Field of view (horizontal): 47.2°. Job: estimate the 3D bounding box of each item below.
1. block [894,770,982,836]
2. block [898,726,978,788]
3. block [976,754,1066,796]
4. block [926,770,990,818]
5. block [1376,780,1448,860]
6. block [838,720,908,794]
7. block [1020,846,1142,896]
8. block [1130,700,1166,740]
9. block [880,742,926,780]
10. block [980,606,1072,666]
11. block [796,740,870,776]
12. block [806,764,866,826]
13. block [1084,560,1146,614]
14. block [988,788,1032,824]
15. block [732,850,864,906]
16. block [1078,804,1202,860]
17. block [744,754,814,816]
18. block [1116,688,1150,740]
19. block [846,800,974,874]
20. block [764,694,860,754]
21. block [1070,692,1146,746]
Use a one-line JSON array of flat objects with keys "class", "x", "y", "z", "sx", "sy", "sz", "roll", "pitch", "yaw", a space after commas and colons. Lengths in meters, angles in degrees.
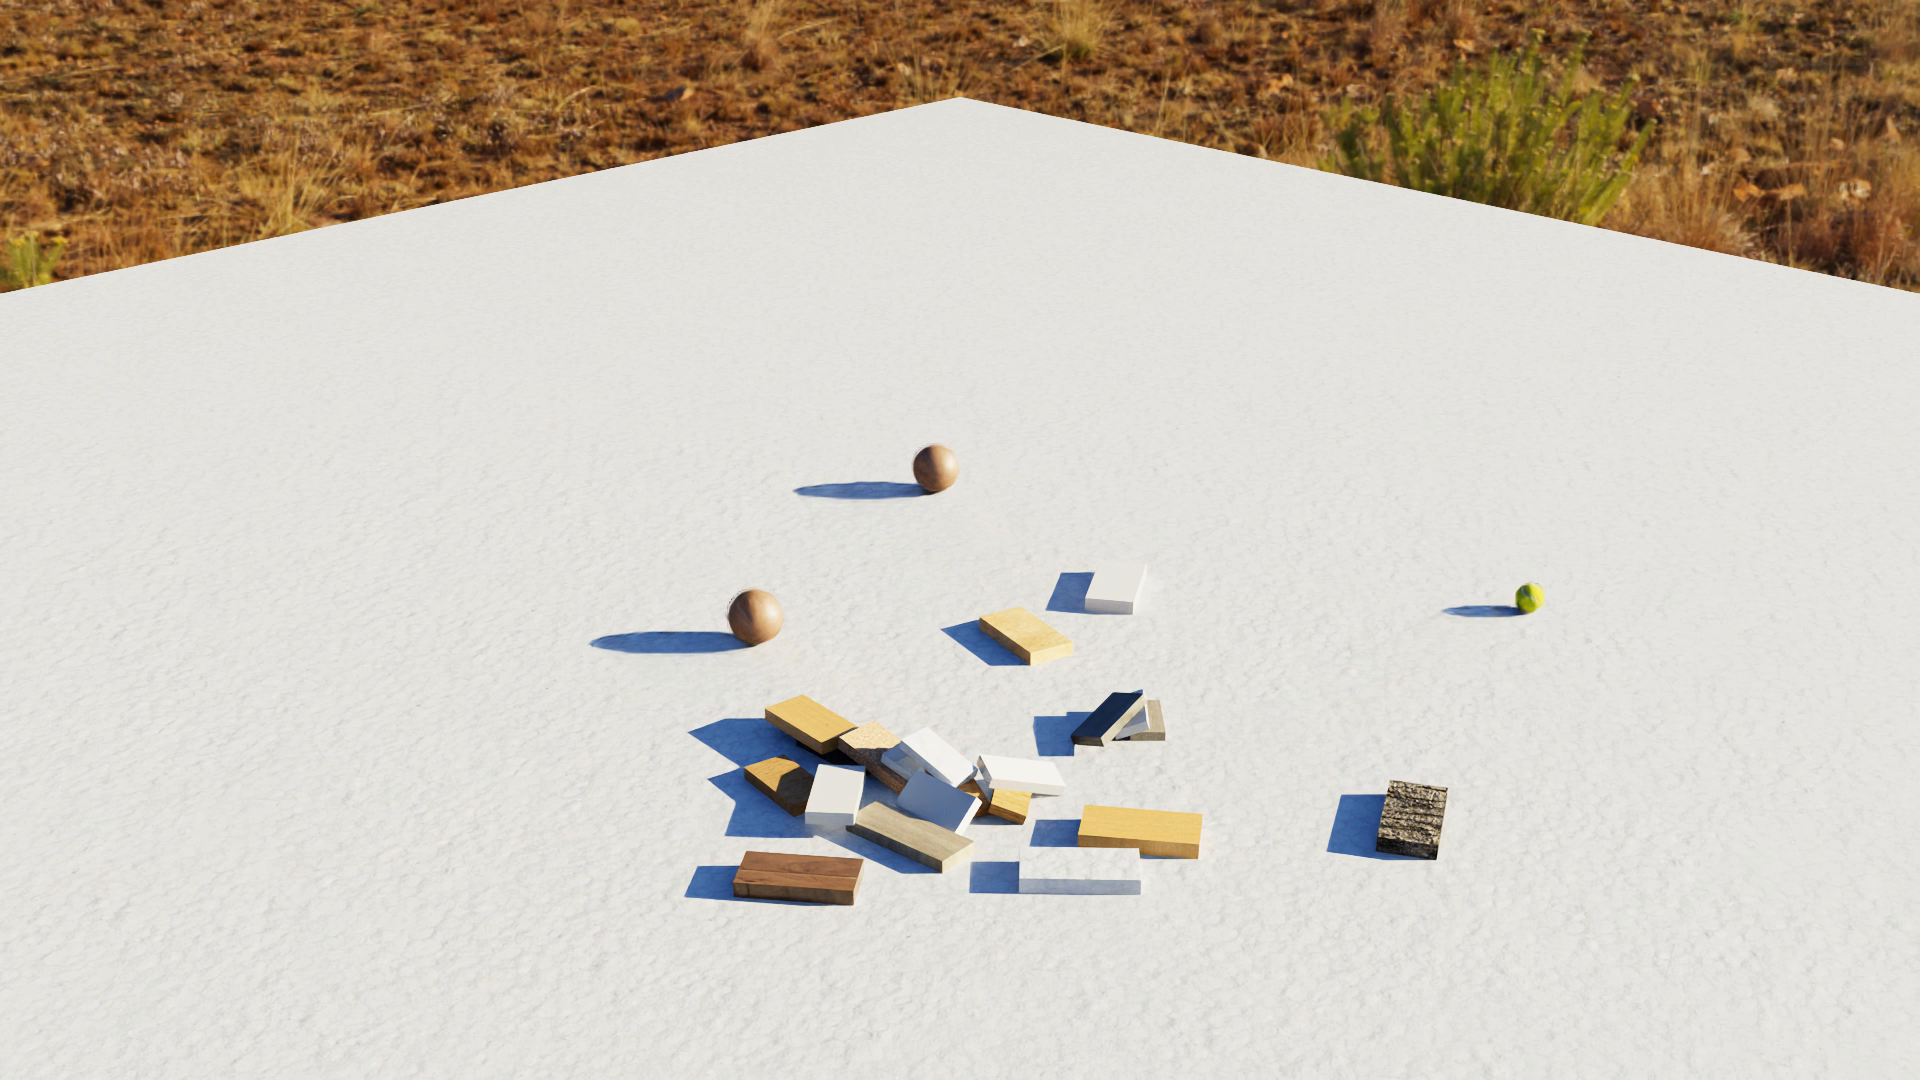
[{"class": "block", "x": -0.045, "y": 0.529, "z": 4.420, "sx": 0.169, "sy": 0.024, "sz": 0.085, "roll": 20, "pitch": 71, "yaw": 39}, {"class": "block", "x": -0.044, "y": 0.447, "z": 4.506, "sx": 0.153, "sy": 0.022, "sz": 0.076, "roll": 37, "pitch": 40, "yaw": 28}, {"class": "block", "x": 0.126, "y": 0.483, "z": 4.517, "sx": 0.169, "sy": 0.024, "sz": 0.085, "roll": 9, "pitch": 26, "yaw": -24}, {"class": "block", "x": -0.002, "y": 0.506, "z": 4.477, "sx": 0.076, "sy": 0.022, "sz": 0.153, "roll": -7, "pitch": 40, "yaw": -29}, {"class": "block", "x": 0.906, "y": 0.558, "z": 4.402, "sx": 0.118, "sy": 0.034, "sz": 0.237, "roll": 6, "pitch": 24, "yaw": 15}, {"class": "block", "x": -0.147, "y": 0.458, "z": 4.587, "sx": 0.205, "sy": 0.029, "sz": 0.103, "roll": 33, "pitch": 38, "yaw": 32}, {"class": "block", "x": 0.229, "y": 0.635, "z": 4.223, "sx": 0.231, "sy": 0.033, "sz": 0.116, "roll": 1, "pitch": 23, "yaw": 2}, {"class": "block", "x": 0.405, "y": 0.394, "z": 4.805, "sx": 0.076, "sy": 0.021, "sz": 0.151, "roll": 0, "pitch": 23, "yaw": 0}, {"class": "block", "x": -0.080, "y": 0.473, "z": 4.532, "sx": 0.153, "sy": 0.022, "sz": 0.076, "roll": 32, "pitch": 38, "yaw": 23}, {"class": "block", "x": 0.154, "y": 0.225, "z": 5.189, "sx": 0.116, "sy": 0.033, "sz": 0.231, "roll": -13, "pitch": 26, "yaw": -28}, {"class": "block", "x": -0.242, "y": 0.442, "z": 4.682, "sx": 0.103, "sy": 0.029, "sz": 0.205, "roll": -21, "pitch": 31, "yaw": -40}, {"class": "block", "x": -0.250, "y": 0.514, "z": 4.443, "sx": 0.097, "sy": 0.028, "sz": 0.194, "roll": 2, "pitch": 23, "yaw": 4}, {"class": "block", "x": 0.387, "y": 0.116, "z": 5.445, "sx": 0.118, "sy": 0.034, "sz": 0.237, "roll": 5, "pitch": 23, "yaw": 11}, {"class": "block", "x": 0.105, "y": 0.521, "z": 4.476, "sx": 0.076, "sy": 0.021, "sz": 0.151, "roll": 20, "pitch": 24, "yaw": -1}, {"class": "block", "x": -0.307, "y": 0.645, "z": 4.199, "sx": 0.231, "sy": 0.033, "sz": 0.116, "roll": 3, "pitch": 23, "yaw": 7}, {"class": "block", "x": 0.358, "y": 0.577, "z": 4.357, "sx": 0.237, "sy": 0.034, "sz": 0.118, "roll": 4, "pitch": 23, "yaw": 8}, {"class": "block", "x": -0.353, "y": 0.505, "z": 4.535, "sx": 0.097, "sy": 0.028, "sz": 0.194, "roll": -16, "pitch": 28, "yaw": -33}, {"class": "block", "x": 0.369, "y": 0.378, "z": 4.783, "sx": 0.076, "sy": 0.021, "sz": 0.151, "roll": -18, "pitch": 22, "yaw": 9}, {"class": "block", "x": -0.099, "y": 0.585, "z": 4.347, "sx": 0.254, "sy": 0.028, "sz": 0.097, "roll": 18, "pitch": 29, "yaw": 36}, {"class": "block", "x": -0.317, "y": 0.395, "z": 4.719, "sx": 0.103, "sy": 0.029, "sz": 0.205, "roll": -18, "pitch": 29, "yaw": -36}, {"class": "block", "x": 0.321, "y": 0.386, "z": 4.747, "sx": 0.085, "sy": 0.024, "sz": 0.171, "roll": 0, "pitch": 30, "yaw": 42}]
